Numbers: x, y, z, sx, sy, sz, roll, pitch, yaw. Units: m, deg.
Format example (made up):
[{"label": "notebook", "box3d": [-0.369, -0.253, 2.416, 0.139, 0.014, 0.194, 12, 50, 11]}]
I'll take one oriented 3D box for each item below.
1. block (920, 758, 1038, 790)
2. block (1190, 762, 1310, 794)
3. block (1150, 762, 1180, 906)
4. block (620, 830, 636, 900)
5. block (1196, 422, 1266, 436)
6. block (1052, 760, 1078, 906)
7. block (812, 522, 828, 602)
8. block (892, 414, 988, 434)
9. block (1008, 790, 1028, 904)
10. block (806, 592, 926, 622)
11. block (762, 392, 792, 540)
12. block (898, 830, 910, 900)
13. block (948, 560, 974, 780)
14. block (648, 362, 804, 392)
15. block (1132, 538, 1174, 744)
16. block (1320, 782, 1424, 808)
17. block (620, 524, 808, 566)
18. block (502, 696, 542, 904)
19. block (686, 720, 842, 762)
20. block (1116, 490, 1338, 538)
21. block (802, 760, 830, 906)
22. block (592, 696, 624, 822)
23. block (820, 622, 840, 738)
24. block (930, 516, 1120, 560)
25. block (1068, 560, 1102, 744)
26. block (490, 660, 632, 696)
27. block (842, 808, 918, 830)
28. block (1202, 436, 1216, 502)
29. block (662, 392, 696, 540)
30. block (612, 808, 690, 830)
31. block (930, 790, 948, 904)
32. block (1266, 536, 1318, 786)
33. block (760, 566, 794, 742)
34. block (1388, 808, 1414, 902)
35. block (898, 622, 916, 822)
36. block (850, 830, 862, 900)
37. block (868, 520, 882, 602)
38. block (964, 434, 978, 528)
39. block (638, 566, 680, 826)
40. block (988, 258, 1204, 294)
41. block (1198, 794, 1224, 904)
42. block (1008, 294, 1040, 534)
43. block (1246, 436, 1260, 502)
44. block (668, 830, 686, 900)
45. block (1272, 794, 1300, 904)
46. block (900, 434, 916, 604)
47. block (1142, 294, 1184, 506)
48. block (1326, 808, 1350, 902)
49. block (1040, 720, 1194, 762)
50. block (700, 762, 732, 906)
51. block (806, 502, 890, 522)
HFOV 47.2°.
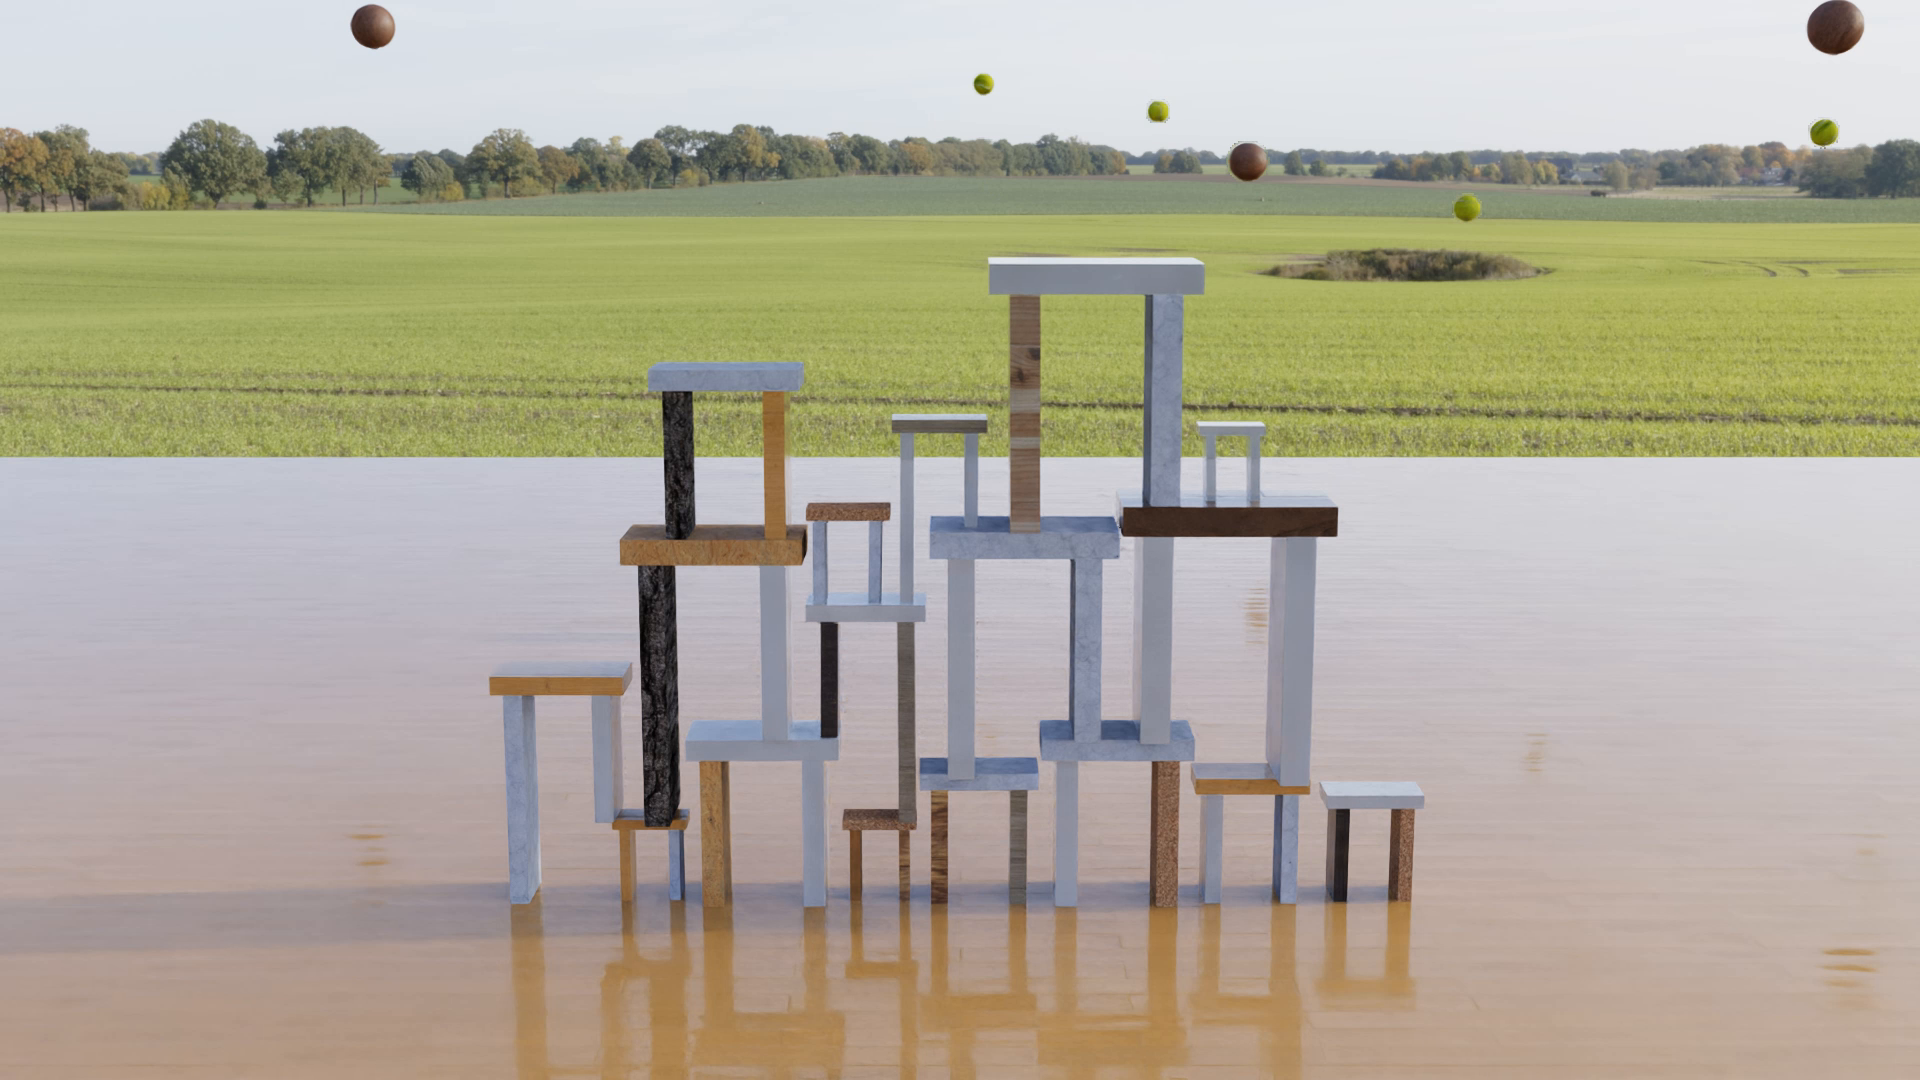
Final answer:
[{"label": "block", "box3d": [0.031, 0.386, 3.629, 0.194, 0.028, 0.097, 0, 11, 0]}, {"label": "block", "box3d": [0.479, 0.394, 3.632, 0.186, 0.026, 0.093, 0, 11, 1]}, {"label": "block", "box3d": [0.339, 0.469, 3.644, 0.035, 0.247, 0.124, 0, 11, 0]}, {"label": "block", "box3d": [-0.552, 0.531, 3.656, 0.017, 0.121, 0.061, 0, 11, 0]}, {"label": "block", "box3d": [0.434, -0.179, 3.524, 0.105, 0.015, 0.053, 0, 11, 1]}, {"label": "block", "box3d": [0.174, 0.468, 3.646, 0.035, 0.247, 0.124, 0, 11, 0]}, {"label": "block", "box3d": [-0.226, 0.029, 3.567, 0.019, 0.134, 0.067, 0, 11, 1]}, {"label": "block", "box3d": [-0.033, -0.187, 3.526, 0.152, 0.022, 0.076, 0, 11, 0]}, {"label": "block", "box3d": [0.096, 0.495, 3.649, 0.028, 0.194, 0.097, 0, 11, 0]}, {"label": "block", "box3d": [-0.152, 0.109, 3.578, 0.193, 0.027, 0.096, 0, 11, 0]}, {"label": "block", "box3d": [-0.293, -0.128, 3.532, 0.034, 0.237, 0.118, 0, 11, 0]}, {"label": "block", "box3d": [-0.092, 0.531, 3.654, 0.017, 0.121, 0.061, 0, 11, 0]}, {"label": "block", "box3d": [0.002, 0.195, 3.590, 0.043, 0.362, 0.151, 0, 11, 0]}, {"label": "block", "box3d": [-0.371, -0.261, 3.507, 0.237, 0.034, 0.118, 0, 11, 0]}, {"label": "block", "box3d": [0.313, 0.146, 3.584, 0.048, 0.338, 0.169, 0, 11, 0]}, {"label": "block", "box3d": [0.681, 0.422, 3.639, 0.159, 0.023, 0.080, 0, 11, 0]}, {"label": "block", "box3d": [-0.396, 0.007, 3.564, 0.289, 0.041, 0.144, 0, 11, 0]}, {"label": "block", "box3d": [-0.725, 0.415, 3.642, 0.030, 0.354, 0.108, 0, 11, 0]}, {"label": "block", "box3d": [-0.321, 0.330, 3.619, 0.247, 0.035, 0.124, 0, 11, -1]}, {"label": "block", "box3d": [0.426, -0.044, 3.548, 0.338, 0.048, 0.169, 0, 11, 0]}, {"label": "block", "box3d": [-0.239, 0.468, 3.646, 0.035, 0.247, 0.124, 0, 11, 0]}, {"label": "block", "box3d": [-0.581, 0.347, 3.629, 0.030, 0.215, 0.108, 0, 10, 0]}, {"label": "block", "box3d": [-0.213, 0.217, 3.600, 0.027, 0.193, 0.096, 0, 11, -2]}, {"label": "block", "box3d": [0.102, -0.004, 3.554, 0.302, 0.043, 0.151, 0, 11, 0]}, {"label": "block", "box3d": [0.204, 0.165, 3.586, 0.043, 0.302, 0.151, 0, 11, 0]}, {"label": "block", "box3d": [-0.653, 0.226, 3.606, 0.215, 0.030, 0.108, 0, 11, 0]}, {"label": "block", "box3d": [-0.132, 0.463, 3.641, 0.121, 0.017, 0.061, 0, 10, 0]}, {"label": "block", "box3d": [0.401, -0.119, 3.533, 0.015, 0.105, 0.053, -2, 11, 0]}, {"label": "block", "box3d": [-0.451, -0.128, 3.532, 0.034, 0.237, 0.118, 0, 11, 0]}, {"label": "block", "box3d": [-0.511, 0.462, 3.643, 0.121, 0.017, 0.061, 0, 11, 0]}, {"label": "block", "box3d": [-0.034, 0.495, 3.649, 0.028, 0.194, 0.097, 0, 11, 0]}, {"label": "block", "box3d": [0.539, 0.181, 3.589, 0.048, 0.408, 0.169, 0, 11, 0]}, {"label": "block", "box3d": [-0.299, 0.170, 3.594, 0.041, 0.289, 0.144, 0, 11, -1]}, {"label": "block", "box3d": [0.734, 0.512, 3.655, 0.023, 0.159, 0.080, 0, 11, 0]}, {"label": "block", "box3d": [-0.087, 0.288, 3.612, 0.027, 0.336, 0.096, 0, 11, 0]}, {"label": "block", "box3d": [-0.173, 0.531, 3.654, 0.017, 0.122, 0.061, 0, 10, 0]}, {"label": "block", "box3d": [-0.137, 0.029, 3.567, 0.019, 0.134, 0.067, 1, 11, 0]}, {"label": "block", "box3d": [0.018, -0.101, 3.542, 0.022, 0.152, 0.076, 0, 11, 0]}, {"label": "block", "box3d": [-0.492, 0.240, 3.607, 0.041, 0.433, 0.144, 0, 11, 0]}, {"label": "block", "box3d": [0.212, -0.418, 3.481, 0.333, 0.047, 0.167, 0, 11, 0]}, {"label": "block", "box3d": [0.417, 0.498, 3.652, 0.026, 0.186, 0.093, 0, 11, 0]}, {"label": "block", "box3d": [0.103, -0.211, 3.519, 0.047, 0.375, 0.167, 0, 11, 1]}, {"label": "block", "box3d": [0.471, -0.119, 3.533, 0.015, 0.105, 0.053, -1, 11, 0]}, {"label": "block", "box3d": [-0.471, 0.531, 3.656, 0.017, 0.121, 0.061, 0, 11, 0]}, {"label": "block", "box3d": [0.541, 0.498, 3.652, 0.026, 0.186, 0.093, 0, 11, 0]}, {"label": "block", "box3d": [-0.085, -0.040, 3.553, 0.022, 0.276, 0.076, 0, 11, 0]}, {"label": "block", "box3d": [0.324, -0.231, 3.516, 0.047, 0.333, 0.167, 0, 11, 1]}, {"label": "block", "box3d": [0.628, 0.512, 3.655, 0.023, 0.159, 0.080, 0, 11, 0]}, {"label": "block", "box3d": [0.257, 0.330, 3.619, 0.248, 0.035, 0.124, 0, 11, 0]}, {"label": "block", "box3d": [-0.405, 0.468, 3.646, 0.035, 0.247, 0.124, 0, 10, 0]}, {"label": "block", "box3d": [-0.180, -0.046, 3.552, 0.134, 0.019, 0.067, 0, 11, 0]}]
